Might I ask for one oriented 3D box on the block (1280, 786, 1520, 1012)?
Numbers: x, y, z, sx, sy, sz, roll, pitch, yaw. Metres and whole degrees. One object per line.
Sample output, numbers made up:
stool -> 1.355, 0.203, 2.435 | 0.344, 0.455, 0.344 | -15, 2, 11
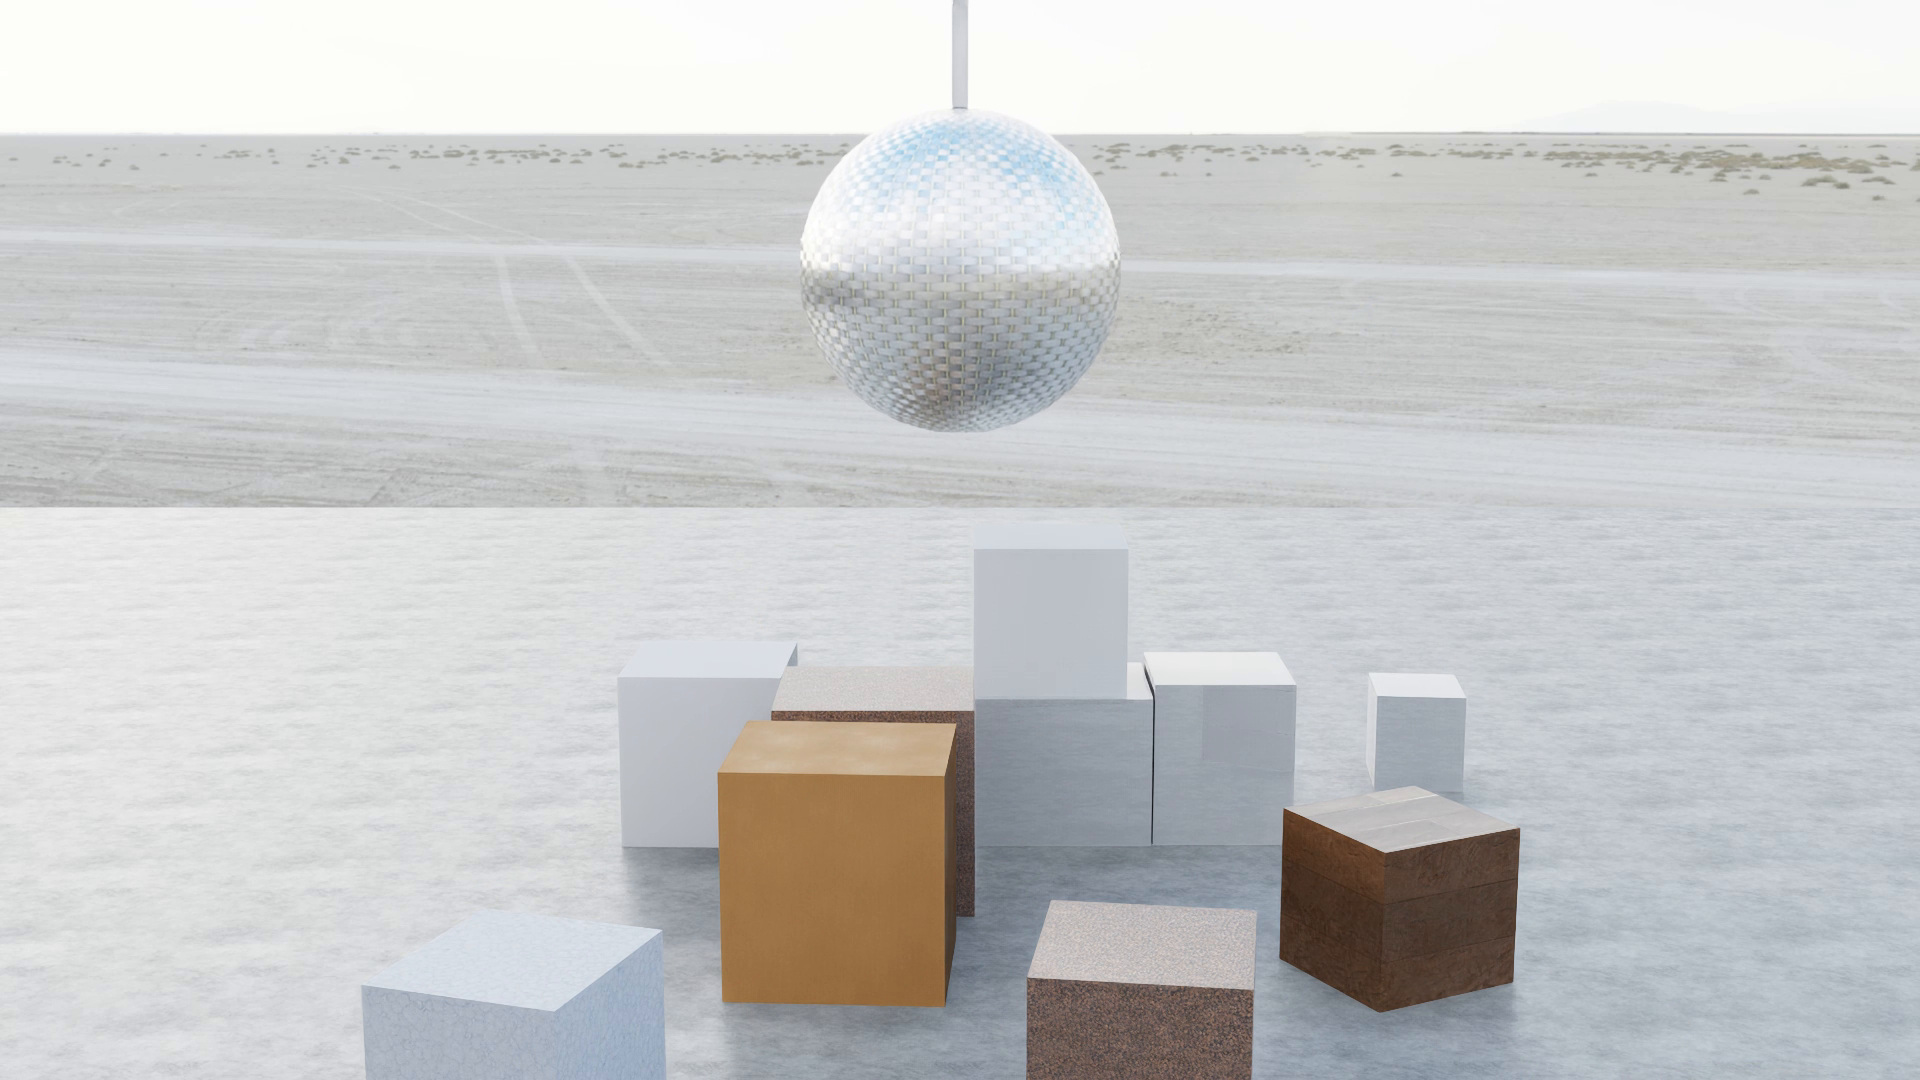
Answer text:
block -> 1.863, 1.509, 9.365 | 0.710, 0.680, 0.688 | -5, 12, -27

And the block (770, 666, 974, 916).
block -> -0.392, 1.171, 10.400 | 0.918, 0.974, 0.847 | 0, 10, 0

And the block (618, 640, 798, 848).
block -> -1.283, 1.042, 11.378 | 0.815, 0.878, 0.803 | 0, 10, 2

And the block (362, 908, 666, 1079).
block -> -1.538, 1.796, 7.697 | 0.729, 0.712, 0.792 | 3, 11, 18

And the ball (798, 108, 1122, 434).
ball -> 0.000, -1.328, 10.893 | 1.600, 1.600, 1.600 | 0, 10, 0

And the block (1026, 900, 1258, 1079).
block -> 0.664, 1.772, 7.879 | 0.766, 0.694, 0.783 | 2, 10, 8

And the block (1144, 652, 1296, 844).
block -> 1.325, 1.067, 11.374 | 0.705, 0.832, 0.710 | 0, 10, 0

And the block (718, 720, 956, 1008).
block -> -0.499, 1.356, 9.358 | 0.921, 0.983, 0.808 | 1, 10, 3

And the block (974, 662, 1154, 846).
block -> 0.519, 1.098, 11.394 | 0.887, 0.763, 0.778 | 0, 10, 0

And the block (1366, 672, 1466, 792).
block -> 2.532, 1.064, 12.242 | 0.478, 0.527, 0.533 | 1, 10, 5

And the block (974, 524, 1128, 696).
block -> 0.456, 0.349, 11.284 | 0.767, 0.750, 0.710 | 0, 10, 1

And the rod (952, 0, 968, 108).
rod -> 0.000, -4.678, 10.310 | 0.080, 5.200, 0.080 | 0, 10, 0
